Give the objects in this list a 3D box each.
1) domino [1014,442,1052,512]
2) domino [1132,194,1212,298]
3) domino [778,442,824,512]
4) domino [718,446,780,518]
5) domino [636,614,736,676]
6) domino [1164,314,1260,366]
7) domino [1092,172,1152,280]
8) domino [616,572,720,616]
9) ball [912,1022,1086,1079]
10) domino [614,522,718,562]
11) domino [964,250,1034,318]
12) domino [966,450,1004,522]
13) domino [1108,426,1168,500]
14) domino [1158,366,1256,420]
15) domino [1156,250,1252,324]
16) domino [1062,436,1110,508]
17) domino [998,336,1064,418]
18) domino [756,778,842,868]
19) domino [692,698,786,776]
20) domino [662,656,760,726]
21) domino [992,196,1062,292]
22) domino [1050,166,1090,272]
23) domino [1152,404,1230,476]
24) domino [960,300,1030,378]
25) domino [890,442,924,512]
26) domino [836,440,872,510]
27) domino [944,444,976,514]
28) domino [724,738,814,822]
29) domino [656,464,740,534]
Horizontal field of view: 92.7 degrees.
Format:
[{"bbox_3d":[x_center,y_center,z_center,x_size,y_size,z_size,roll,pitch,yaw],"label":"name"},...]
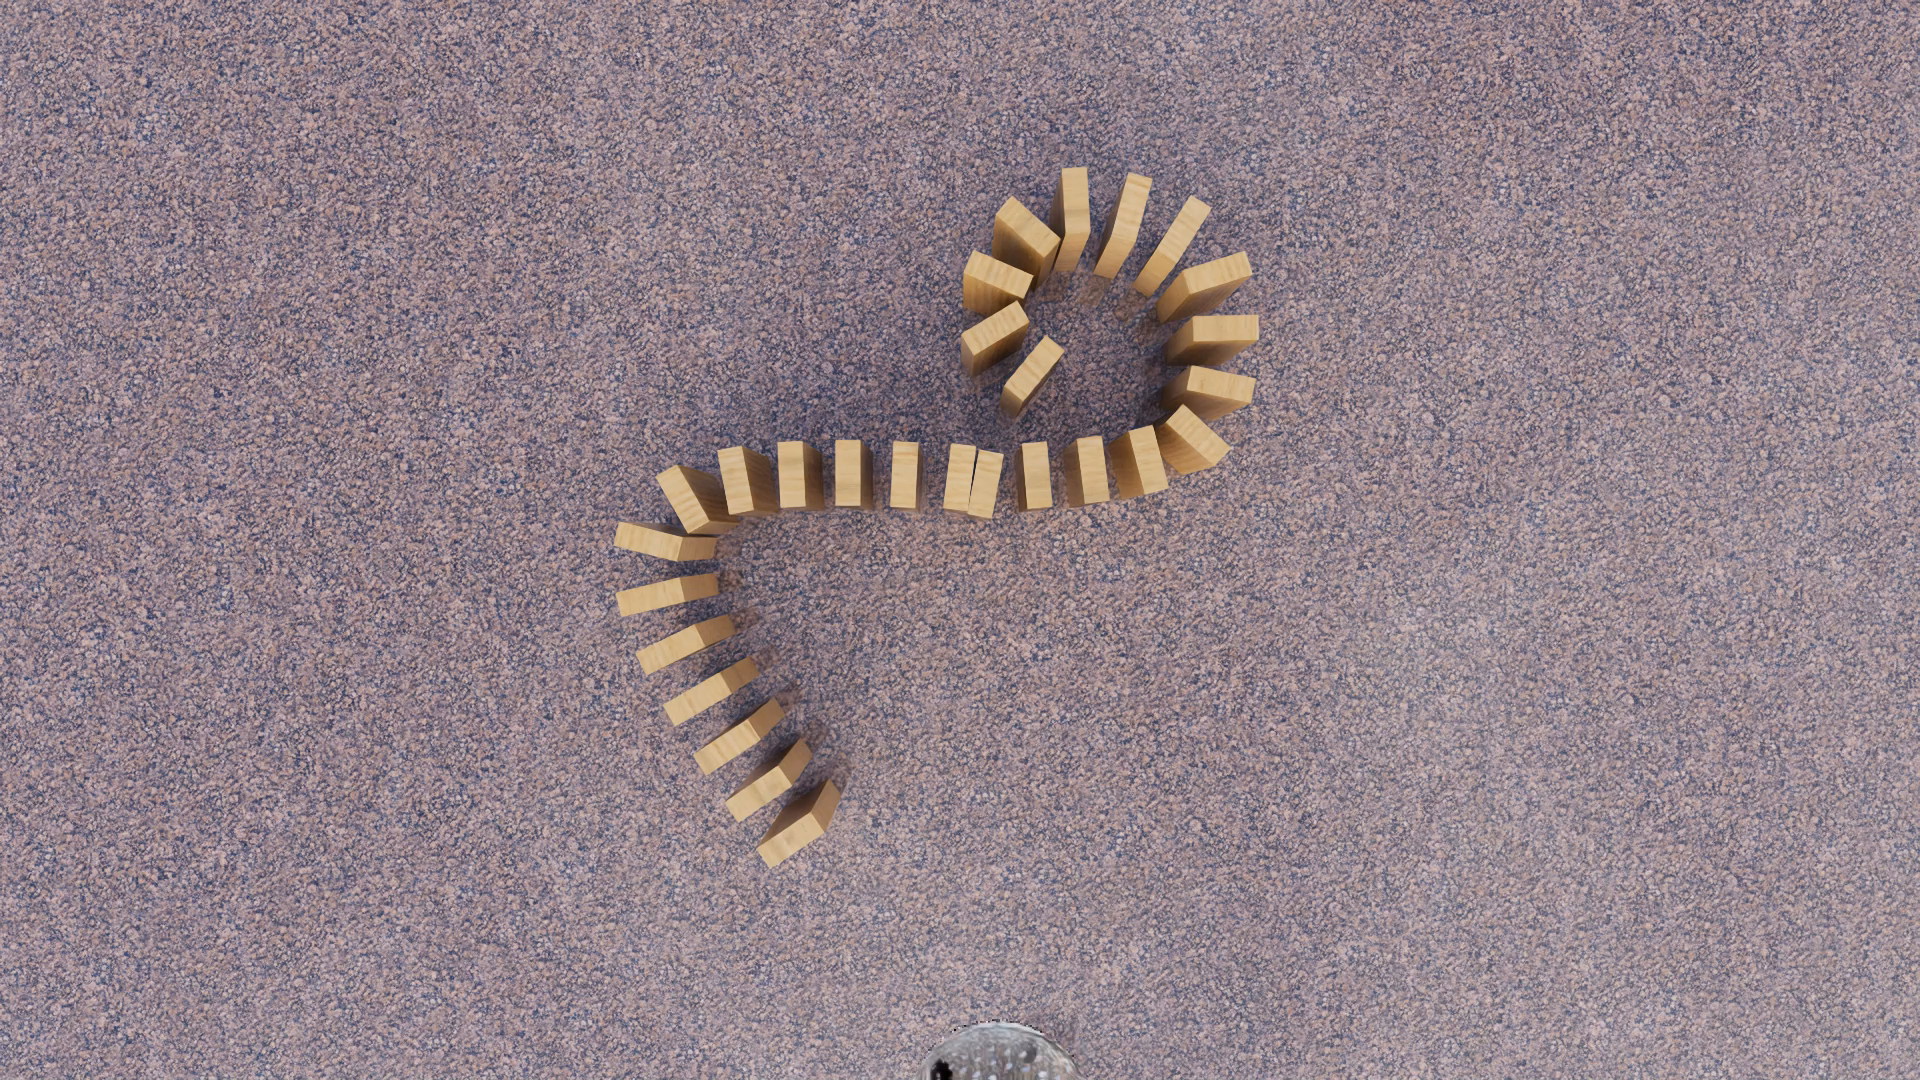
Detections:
[{"bbox_3d":[0.029,-0.025,0.375,0.009,0.050,0.025,-5,90,0],"label":"domino"},{"bbox_3d":[0.086,-0.119,0.375,0.010,0.050,0.025,32,90,0],"label":"domino"},{"bbox_3d":[-0.064,-0.025,0.375,0.009,0.050,0.025,-3,90,0],"label":"domino"},{"bbox_3d":[-0.086,-0.023,0.375,0.010,0.050,0.025,-11,90,0],"label":"domino"},{"bbox_3d":[-0.111,0.042,0.375,0.025,0.050,0.009,-26,90,0],"label":"domino"},{"bbox_3d":[0.102,-0.081,0.375,0.025,0.050,0.010,-2,90,0],"label":"domino"},{"bbox_3d":[0.066,-0.127,0.375,0.010,0.050,0.025,15,90,0],"label":"domino"},{"bbox_3d":[-0.118,0.022,0.375,0.025,0.050,0.010,-14,90,0],"label":"domino"},{"bbox_3d":[0.016,0.234,0.360,0.080,0.080,0.080,0,90,0],"label":"ball"},{"bbox_3d":[-0.119,0.001,0.375,0.025,0.050,0.009,14,90,0],"label":"domino"},{"bbox_3d":[0.015,-0.102,0.375,0.025,0.050,0.010,23,90,0],"label":"domino"},{"bbox_3d":[0.010,-0.021,0.375,0.010,0.050,0.025,11,90,0],"label":"domino"},{"bbox_3d":[0.072,-0.031,0.375,0.010,0.050,0.025,-15,90,0],"label":"domino"},{"bbox_3d":[0.100,-0.060,0.375,0.025,0.050,0.009,12,90,0],"label":"domino"},{"bbox_3d":[0.098,-0.102,0.375,0.025,0.050,0.010,-17,90,0],"label":"domino"},{"bbox_3d":[0.051,-0.027,0.375,0.009,0.050,0.025,-7,90,0],"label":"domino"},{"bbox_3d":[0.028,-0.066,0.375,0.010,0.050,0.025,40,90,0],"label":"domino"},{"bbox_3d":[-0.065,0.115,0.375,0.025,0.050,0.009,-34,90,0],"label":"domino"},{"bbox_3d":[-0.089,0.079,0.375,0.025,0.050,0.010,-33,90,0],"label":"domino"},{"bbox_3d":[-0.100,0.061,0.375,0.025,0.050,0.009,-30,90,0],"label":"domino"},{"bbox_3d":[0.026,-0.120,0.375,0.025,0.050,0.010,42,90,0],"label":"domino"},{"bbox_3d":[0.044,-0.130,0.375,0.009,0.050,0.025,-3,90,0],"label":"domino"},{"bbox_3d":[0.091,-0.040,0.375,0.025,0.050,0.009,42,90,0],"label":"domino"},{"bbox_3d":[0.014,-0.081,0.375,0.025,0.050,0.009,-31,90,0],"label":"domino"},{"bbox_3d":[-0.021,-0.025,0.375,0.010,0.050,0.025,3,90,0],"label":"domino"},{"bbox_3d":[-0.043,-0.026,0.375,0.010,0.050,0.025,0,90,0],"label":"domino"},{"bbox_3d":[0.000,-0.024,0.375,0.009,0.050,0.025,7,90,0],"label":"domino"},{"bbox_3d":[-0.077,0.097,0.375,0.025,0.050,0.009,-35,90,0],"label":"domino"},{"bbox_3d":[-0.106,-0.016,0.375,0.009,0.050,0.025,-30,90,0],"label":"domino"}]
